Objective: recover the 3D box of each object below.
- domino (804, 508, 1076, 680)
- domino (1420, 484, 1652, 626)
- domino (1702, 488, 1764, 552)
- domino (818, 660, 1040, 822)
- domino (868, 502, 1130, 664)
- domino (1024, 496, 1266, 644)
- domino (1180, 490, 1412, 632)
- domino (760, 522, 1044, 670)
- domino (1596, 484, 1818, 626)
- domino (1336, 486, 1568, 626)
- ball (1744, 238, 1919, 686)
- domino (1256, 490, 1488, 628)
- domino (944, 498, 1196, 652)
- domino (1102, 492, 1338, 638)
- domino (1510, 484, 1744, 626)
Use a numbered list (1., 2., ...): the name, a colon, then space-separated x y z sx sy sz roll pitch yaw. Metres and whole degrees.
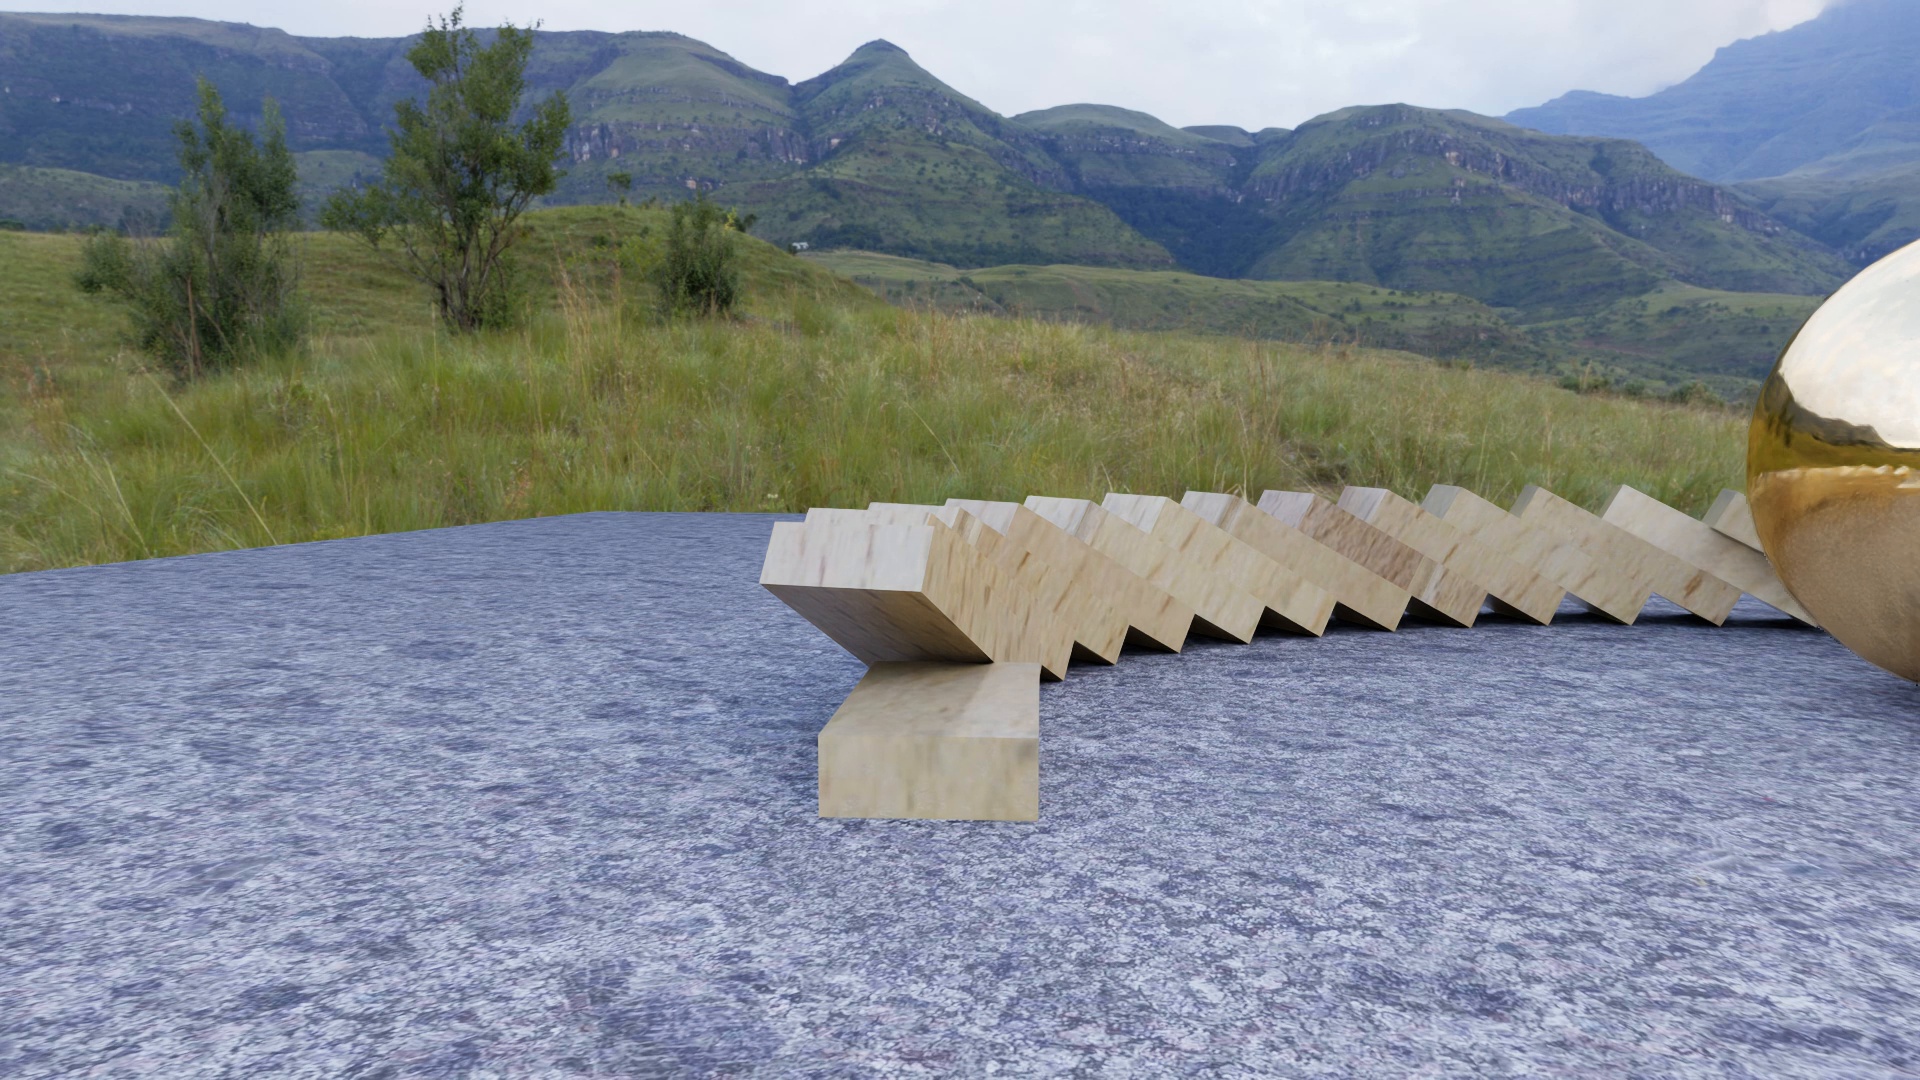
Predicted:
1. domino: -0.003 0.010 0.221 0.025 0.010 0.050 3 -23 36
2. domino: 0.139 0.003 0.314 0.050 0.009 0.025 29 7 3
3. domino: 0.198 0.005 0.293 0.050 0.009 0.025 32 16 19
4. domino: -0.002 0.025 0.170 0.025 0.010 0.050 0 4 4
5. domino: 0.007 0.009 0.242 0.050 0.010 0.025 32 -18 -38
6. domino: 0.038 0.006 0.274 0.050 0.010 0.025 28 -9 -25
7. domino: 0.076 0.005 0.297 0.050 0.009 0.025 27 -3 -15
8. domino: -0.007 0.012 0.197 0.025 0.009 0.050 2 -23 23
9. domino: 0.180 0.003 0.308 0.050 0.009 0.025 32 13 19
10. domino: 0.117 0.003 0.310 0.050 0.010 0.025 28 2 -6
11. ball: 0.172 -0.013 0.205 0.080 0.080 0.080 0 4 0
12. domino: 0.096 0.004 0.303 0.050 0.010 0.025 27 -2 -13
13. domino: 0.021 0.007 0.260 0.050 0.010 0.025 30 -12 -31
14. domino: 0.056 0.005 0.285 0.050 0.010 0.025 28 -7 -22
15. domino: 0.161 0.003 0.314 0.050 0.010 0.025 30 12 13
